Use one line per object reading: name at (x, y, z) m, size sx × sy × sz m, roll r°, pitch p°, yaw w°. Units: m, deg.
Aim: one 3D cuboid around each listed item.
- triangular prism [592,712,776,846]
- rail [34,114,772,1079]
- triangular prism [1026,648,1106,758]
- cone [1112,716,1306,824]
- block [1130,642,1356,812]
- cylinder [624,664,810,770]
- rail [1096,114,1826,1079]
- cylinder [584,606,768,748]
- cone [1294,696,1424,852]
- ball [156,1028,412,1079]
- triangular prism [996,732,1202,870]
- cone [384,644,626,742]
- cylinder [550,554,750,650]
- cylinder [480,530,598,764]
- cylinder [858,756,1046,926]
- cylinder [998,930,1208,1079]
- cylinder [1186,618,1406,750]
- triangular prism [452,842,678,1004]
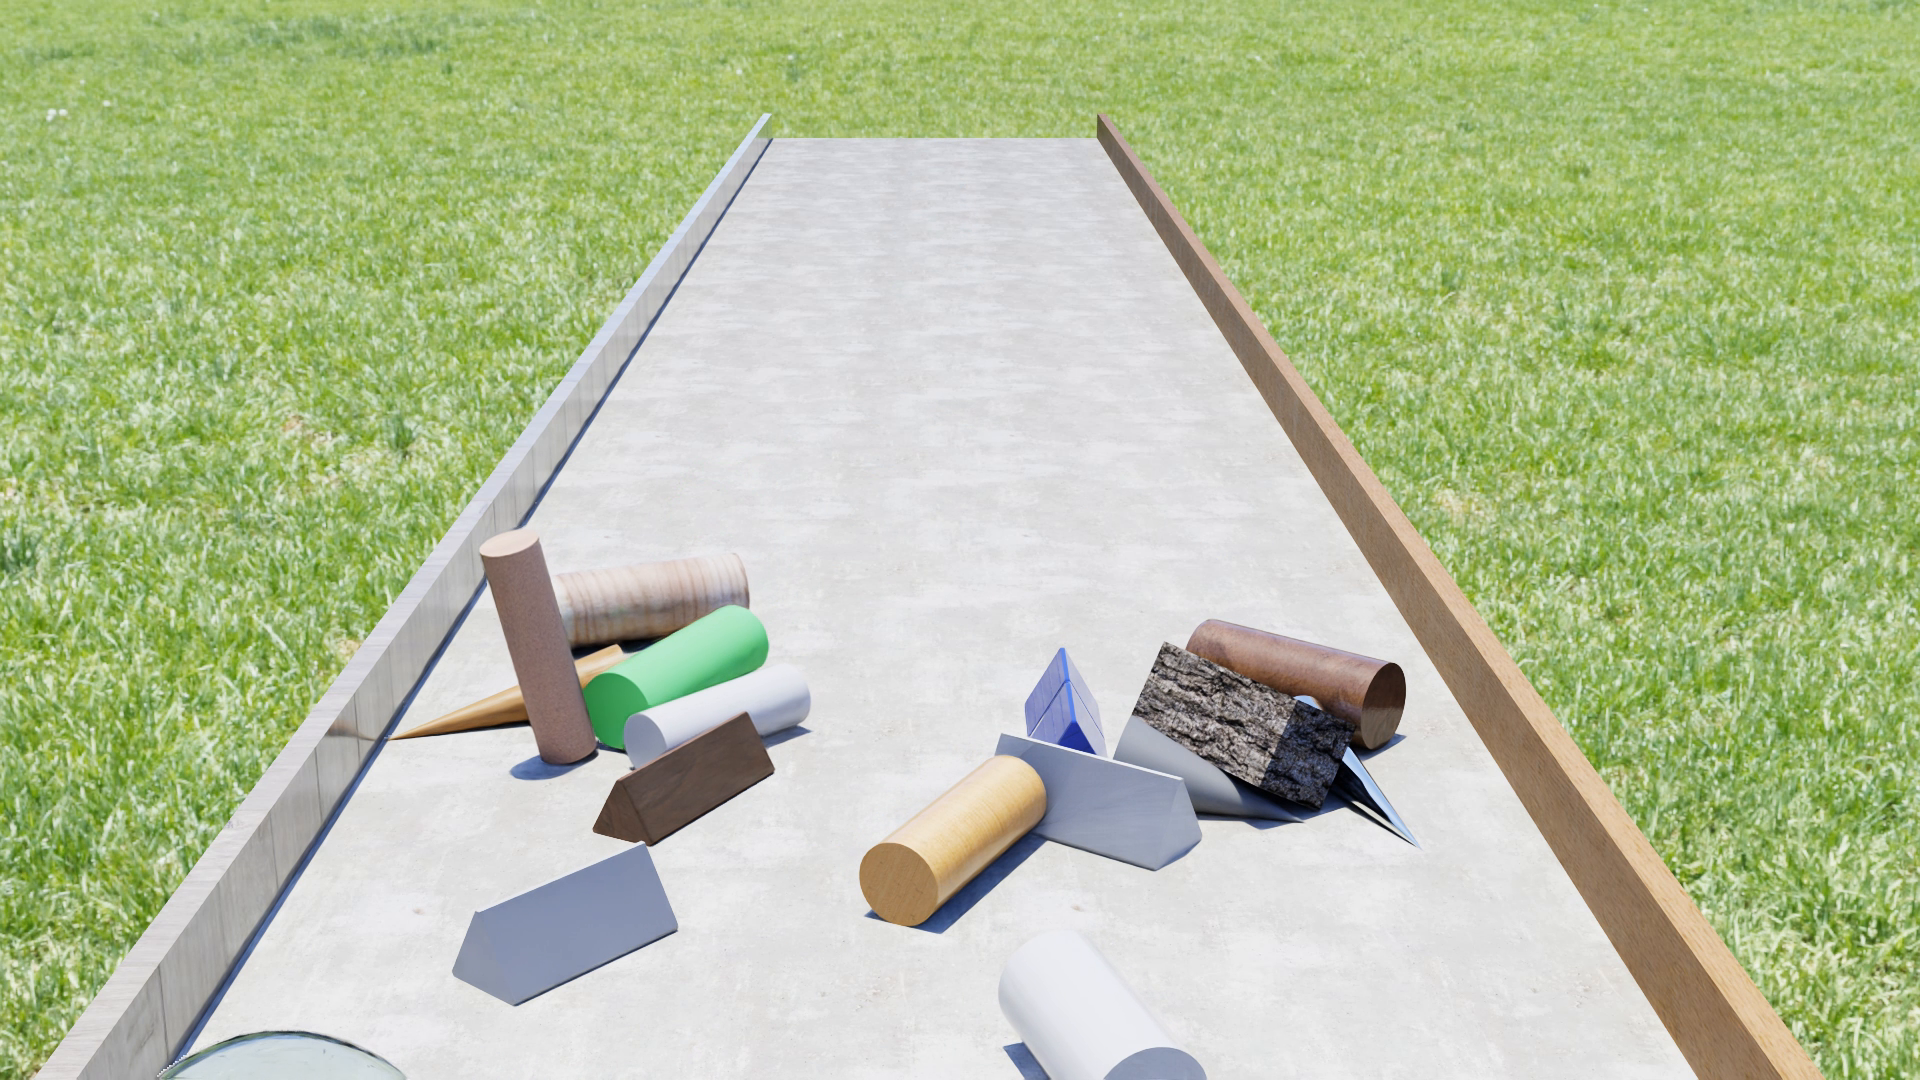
triangular prism at (-0.464, 0.393, 3.717) m, size 0.118 × 0.103 × 0.358 m, roll 9°, pitch 19°, yaw 28°
rail at (-1.118, -0.838, 7.780) m, size 0.050 × 0.150 × 12.000 m, roll 0°, pitch 17°, yaw -1°
triangular prism at (0.193, 0.313, 3.957) m, size 0.137 × 0.118 × 0.386 m, roll 0°, pitch 17°, yaw -1°
cone at (0.422, 0.420, 3.682) m, size 0.331 × 0.155 × 0.155 m, roll 18°, pitch 21°, yaw 12°
block at (0.481, 0.317, 3.785) m, size 0.157 × 0.157 × 0.350 m, roll 24°, pitch -1°, yaw -37°
cylinder at (-0.432, 0.321, 3.943) m, size 0.117 × 0.117 × 0.345 m, roll 14°, pitch 22°, yaw 40°
rail at (0.932, -0.844, 7.801) m, size 0.050 × 0.150 × 12.000 m, roll 0°, pitch 17°, yaw -1°
cylinder at (-0.526, 0.251, 4.118) m, size 0.143 × 0.143 × 0.445 m, roll 7°, pitch 17°, yaw 22°
cone at (0.671, 0.416, 3.720) m, size 0.123 × 0.123 × 0.427 m, roll -6°, pitch 26°, yaw -20°
ball at (-0.703, 0.690, 2.264) m, size 0.366 × 0.366 × 0.366 m, roll 0°, pitch 17°, yaw 0°
triangular prism at (0.211, 0.411, 3.604) m, size 0.346 × 0.129 × 0.149 m, roll 12°, pitch 20°, yaw 34°
cone at (-0.843, 0.311, 4.075) m, size 0.460 × 0.122 × 0.122 m, roll -15°, pitch 21°, yaw -21°
cylinder at (-0.668, 0.130, 4.519) m, size 0.445 × 0.155 × 0.155 m, roll -7°, pitch 18°, yaw -22°
cylinder at (-0.735, 0.189, 3.844) m, size 0.103 × 0.413 × 0.103 m, roll -9°, pitch 24°, yaw 4°
cylinder at (-0.005, 0.464, 3.434) m, size 0.134 × 0.134 × 0.383 m, roll 8°, pitch 18°, yaw 26°
cylinder at (0.177, 0.639, 2.801) m, size 0.158 × 0.158 × 0.325 m, roll -6°, pitch 17°, yaw -18°
cylinder at (0.613, 0.263, 4.060) m, size 0.384 × 0.161 × 0.161 m, roll 14°, pitch 21°, yaw 38°
triangular prism at (-0.572, 0.540, 3.186) m, size 0.140 × 0.121 × 0.306 m, roll 13°, pitch 21°, yaw 39°
